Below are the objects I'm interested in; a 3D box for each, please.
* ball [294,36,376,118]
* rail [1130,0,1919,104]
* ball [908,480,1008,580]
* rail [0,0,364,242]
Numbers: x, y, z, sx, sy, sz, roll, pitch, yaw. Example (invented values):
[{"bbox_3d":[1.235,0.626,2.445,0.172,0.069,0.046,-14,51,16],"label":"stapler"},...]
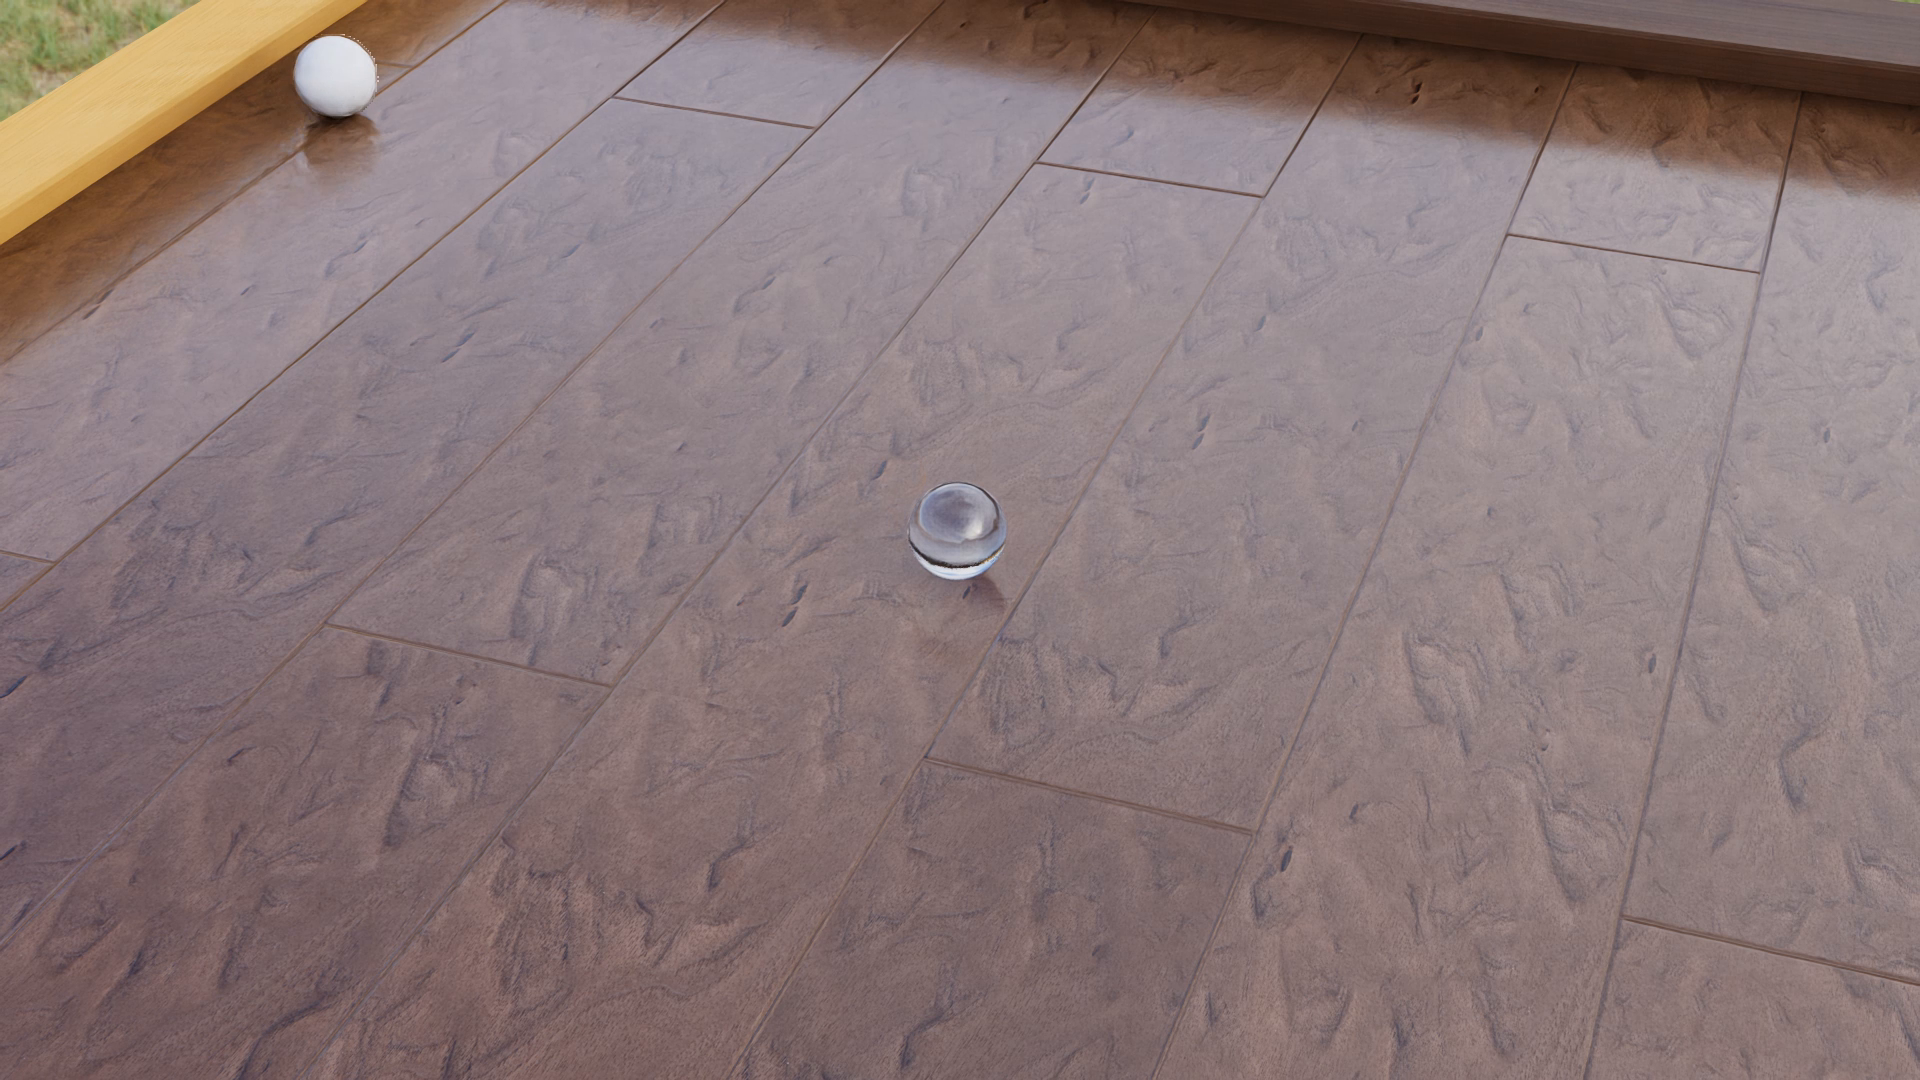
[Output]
[{"bbox_3d":[-0.683,-0.506,2.802,0.088,0.088,0.088,0,33,0],"label":"ball"},{"bbox_3d":[1.450,-0.441,2.677,4.408,0.114,0.045,11,35,17],"label":"rail"},{"bbox_3d":[-0.002,-0.007,2.046,0.079,0.079,0.079,0,33,0],"label":"ball"},{"bbox_3d":[-1.014,-0.224,2.344,0.045,0.114,2.476,11,35,17],"label":"rail"}]
